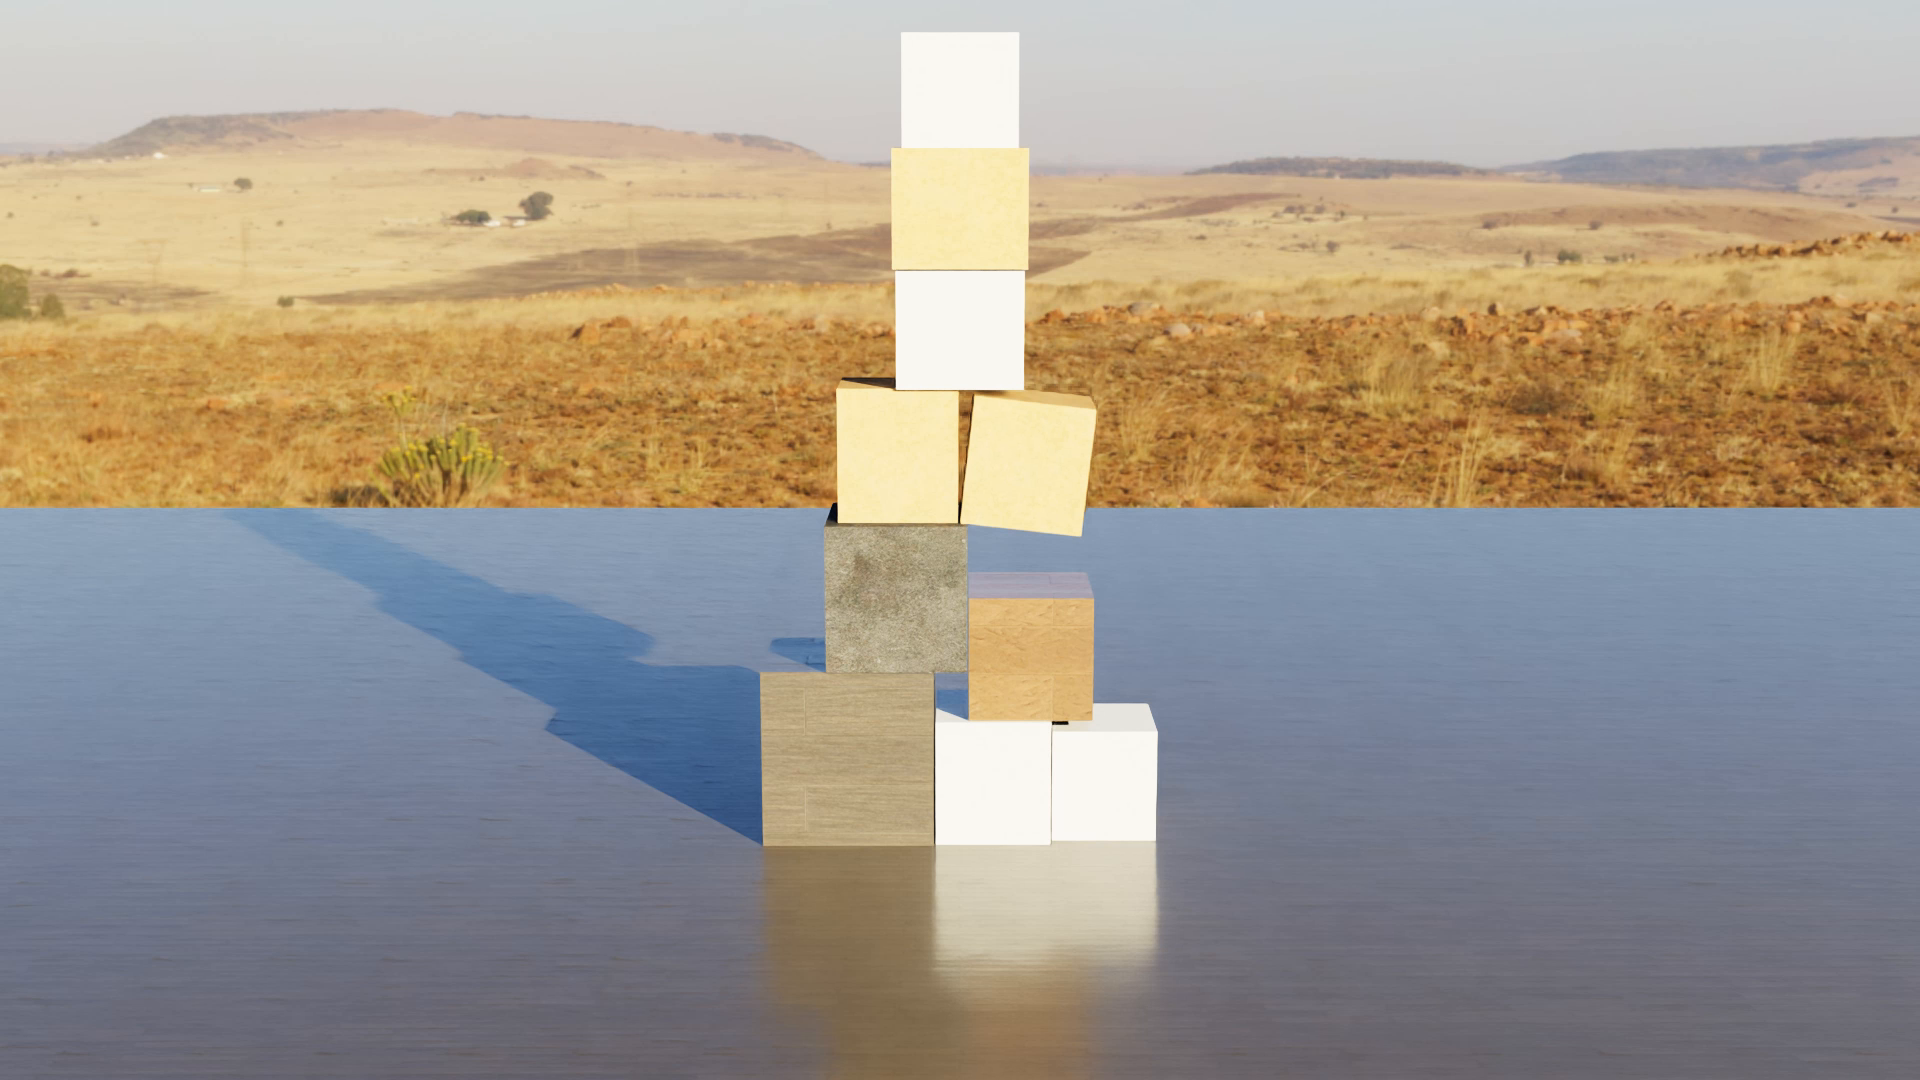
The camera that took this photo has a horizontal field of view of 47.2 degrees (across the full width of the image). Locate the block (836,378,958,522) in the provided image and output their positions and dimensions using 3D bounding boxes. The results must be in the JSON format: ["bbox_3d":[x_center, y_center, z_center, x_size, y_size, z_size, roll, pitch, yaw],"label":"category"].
[{"bbox_3d":[-0.305,-0.461,11.099,0.598,0.667,0.535,0,10,0],"label":"block"}]

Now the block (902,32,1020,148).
[{"bbox_3d":[0.001,-2.197,10.775,0.560,0.540,0.550,0,10,0],"label":"block"}]

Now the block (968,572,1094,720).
[{"bbox_3d":[0.355,0.539,11.298,0.620,0.627,0.667,0,10,0],"label":"block"}]

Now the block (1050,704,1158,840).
[{"bbox_3d":[0.730,1.196,11.397,0.527,0.570,0.561,0,10,0],"label":"block"}]

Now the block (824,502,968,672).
[{"bbox_3d":[-0.315,0.232,11.207,0.701,0.736,0.734,0,10,0],"label":"block"}]

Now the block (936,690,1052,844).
[{"bbox_3d":[0.167,1.165,11.380,0.578,0.635,0.672,0,10,0],"label":"block"}]

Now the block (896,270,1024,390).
[{"bbox_3d":[0.000,-1.079,10.998,0.624,0.585,0.629,0,10,0],"label":"block"}]

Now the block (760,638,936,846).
[{"bbox_3d":[-0.563,1.030,11.386,0.862,0.899,0.768,0,10,0],"label":"block"}]

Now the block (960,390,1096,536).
[{"bbox_3d":[0.335,-0.412,11.100,0.601,0.634,0.565,6,10,-1],"label":"block"}]

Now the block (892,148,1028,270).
[{"bbox_3d":[0.001,-1.646,10.870,0.657,0.578,0.624,0,10,0],"label":"block"}]
